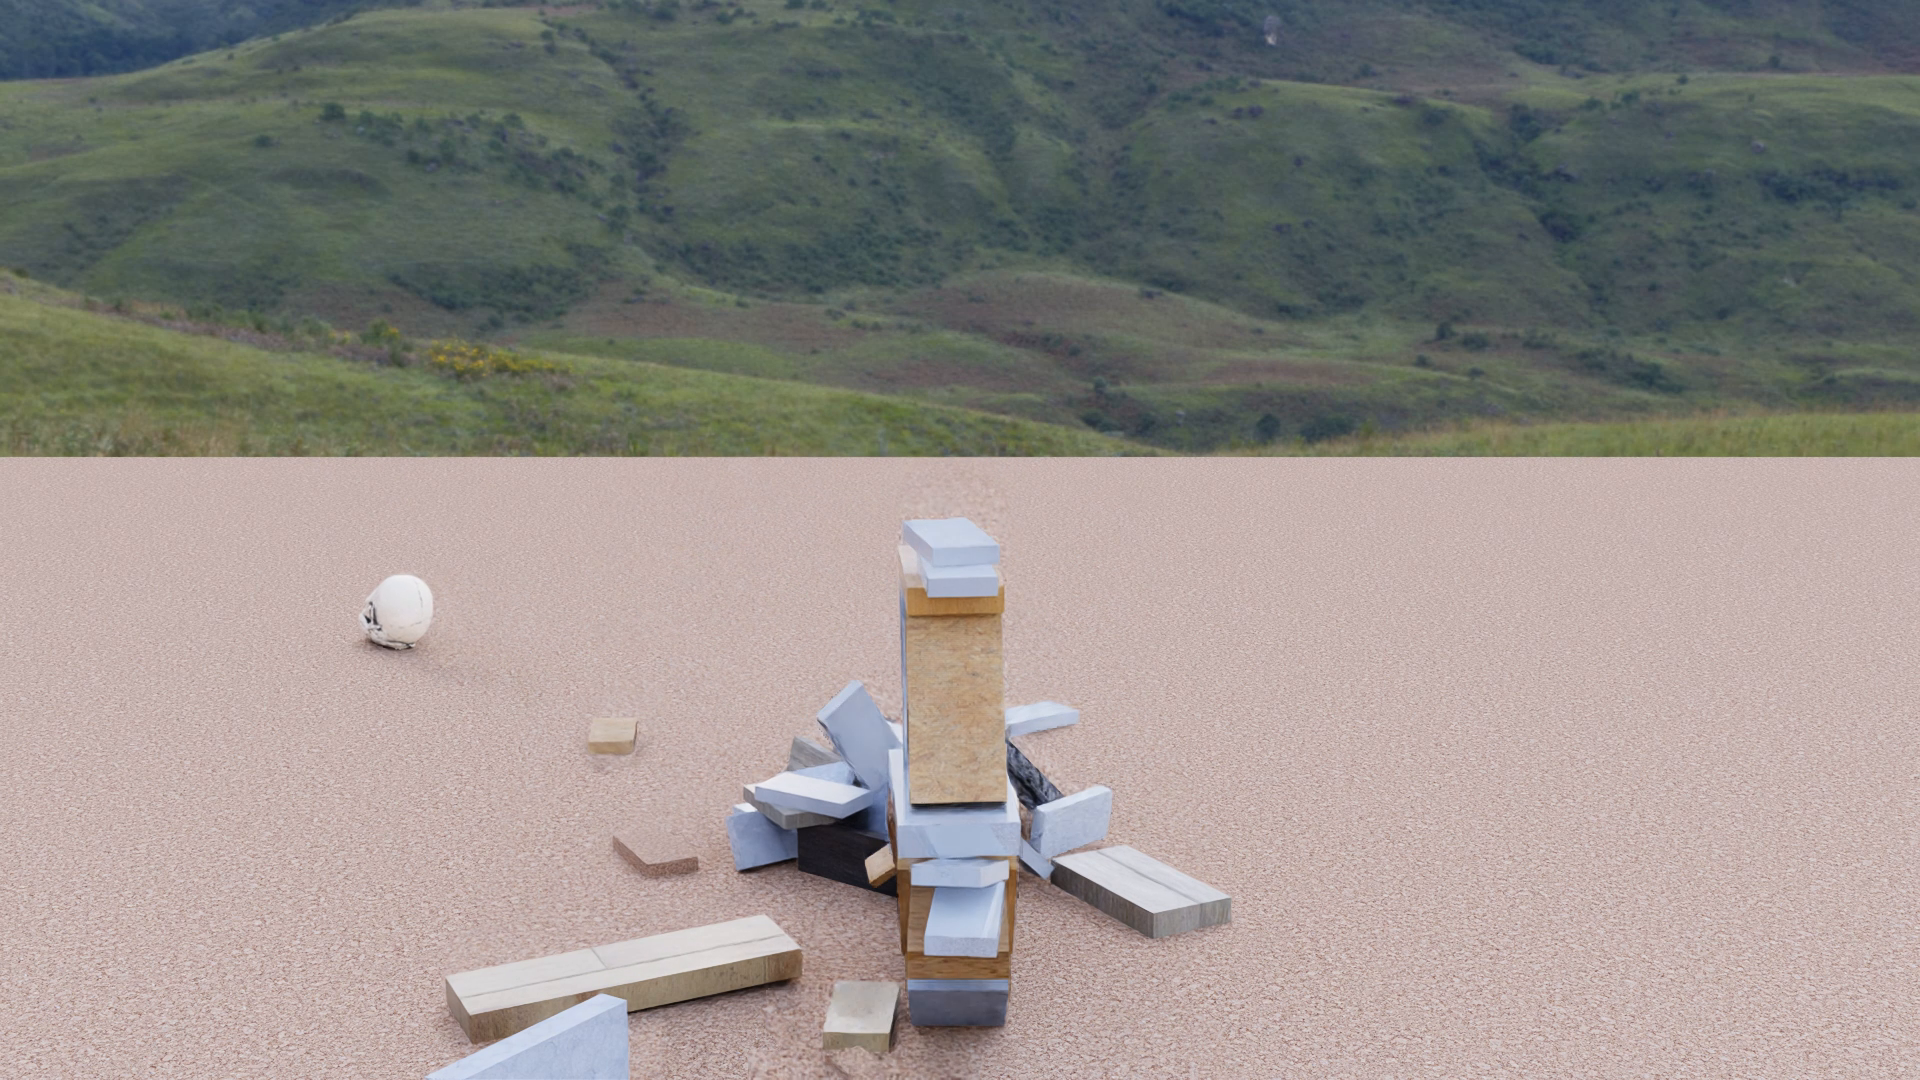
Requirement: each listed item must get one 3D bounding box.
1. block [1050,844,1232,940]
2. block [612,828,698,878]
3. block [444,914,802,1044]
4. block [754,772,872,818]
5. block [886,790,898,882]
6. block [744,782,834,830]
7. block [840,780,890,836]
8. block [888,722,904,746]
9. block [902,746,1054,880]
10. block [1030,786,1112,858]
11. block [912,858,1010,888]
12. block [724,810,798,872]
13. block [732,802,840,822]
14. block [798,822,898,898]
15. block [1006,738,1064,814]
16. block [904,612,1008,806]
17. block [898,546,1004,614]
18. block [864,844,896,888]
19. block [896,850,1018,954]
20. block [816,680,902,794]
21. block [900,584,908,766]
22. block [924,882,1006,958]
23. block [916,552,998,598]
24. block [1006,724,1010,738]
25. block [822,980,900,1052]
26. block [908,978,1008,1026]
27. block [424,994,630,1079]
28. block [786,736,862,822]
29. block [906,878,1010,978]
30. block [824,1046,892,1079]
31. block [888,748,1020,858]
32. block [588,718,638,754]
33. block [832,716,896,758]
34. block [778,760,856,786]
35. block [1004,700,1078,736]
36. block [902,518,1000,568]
[{"bbox_3d":[0.295,0.577,3.623,0.152,0.043,0.303,-6,12,-29],"label":"block"},{"bbox_3d":[-0.533,0.545,3.838,0.091,0.026,0.183,-5,12,-27],"label":"block"},{"bbox_3d":[-0.491,0.640,3.231,0.495,0.043,0.153,-7,13,-25],"label":"block"},{"bbox_3d":[-0.251,0.437,3.765,0.182,0.026,0.091,8,13,30],"label":"block"},{"bbox_3d":[-0.017,0.492,3.461,0.171,0.048,0.342,1,-33,3],"label":"block"},{"bbox_3d":[-0.297,0.455,3.799,0.091,0.026,0.182,-5,13,-28],"label":"block"},{"bbox_3d":[-0.110,0.489,3.783,0.043,0.152,0.303,11,4,-31],"label":"block"},{"bbox_3d":[-0.077,0.381,3.958,0.256,0.036,0.128,16,15,-29],"label":"block"},{"bbox_3d":[0.025,0.457,3.699,0.313,0.026,0.092,43,-12,-13],"label":"block"},{"bbox_3d":[0.196,0.500,3.892,0.026,0.092,0.184,21,22,40],"label":"block"},{"bbox_3d":[0.002,0.449,2.977,0.093,0.026,0.186,0,-5,13],"label":"block"},{"bbox_3d":[-0.312,0.511,3.831,0.187,0.094,0.027,-8,-11,-36],"label":"block"},{"bbox_3d":[-0.276,0.500,4.057,0.256,0.036,0.128,-8,13,-37],"label":"block"},{"bbox_3d":[-0.179,0.534,3.715,0.231,0.094,0.027,8,13,37],"label":"block"},{"bbox_3d":[0.098,0.419,4.007,0.256,0.036,0.128,45,9,0],"label":"block"},{"bbox_3d":[-0.007,0.237,3.130,0.137,0.275,0.039,-1,-11,-4],"label":"block"},{"bbox_3d":[-0.016,0.056,3.238,0.137,0.039,0.274,-1,12,-4],"label":"block"},{"bbox_3d":[-0.104,0.518,3.603,0.109,0.015,0.054,-34,37,11],"label":"block"},{"bbox_3d":[-0.004,0.532,3.265,0.171,0.048,0.342,0,-31,0],"label":"block"},{"bbox_3d":[-0.163,0.337,3.741,0.092,0.184,0.026,-42,33,-18],"label":"block"},{"bbox_3d":[-0.019,0.198,3.306,0.137,0.275,0.039,-1,-12,-4],"label":"block"},{"bbox_3d":[0.008,0.499,2.905,0.093,0.026,0.186,1,14,4],"label":"block"},{"bbox_3d":[-0.006,0.045,3.135,0.097,0.028,0.194,-1,12,-6],"label":"block"},{"bbox_3d":[0.012,0.397,4.126,0.102,0.029,0.204,8,26,18],"label":"block"},{"bbox_3d":[-0.139,0.677,3.131,0.093,0.026,0.186,1,11,3],"label":"block"},{"bbox_3d":[-0.003,0.623,3.012,0.133,0.038,0.265,0,-22,0],"label":"block"},{"bbox_3d":[-0.530,0.688,2.723,0.043,0.153,0.307,7,13,33],"label":"block"},{"bbox_3d":[-0.244,0.427,3.947,0.026,0.091,0.242,9,5,-31],"label":"block"},{"bbox_3d":[-0.002,0.517,2.966,0.133,0.038,0.266,0,14,0],"label":"block"},{"bbox_3d":[-0.137,0.713,2.967,0.052,0.015,0.104,-5,12,-26],"label":"block"},{"bbox_3d":[-0.012,0.380,3.216,0.171,0.048,0.342,-1,13,-4],"label":"block"},{"bbox_3d":[-0.723,0.407,4.584,0.091,0.026,0.183,-1,11,-6],"label":"block"},{"bbox_3d":[-0.194,0.406,4.333,0.102,0.029,0.204,18,29,-2],"label":"block"},{"bbox_3d":[-0.261,0.429,3.893,0.015,0.054,0.223,37,-33,-29],"label":"block"},{"bbox_3d":[0.107,0.388,4.678,0.291,0.029,0.102,-8,13,-35],"label":"block"},{"bbox_3d":[-0.015,0.003,3.198,0.097,0.028,0.194,-3,13,-14],"label":"block"}]
